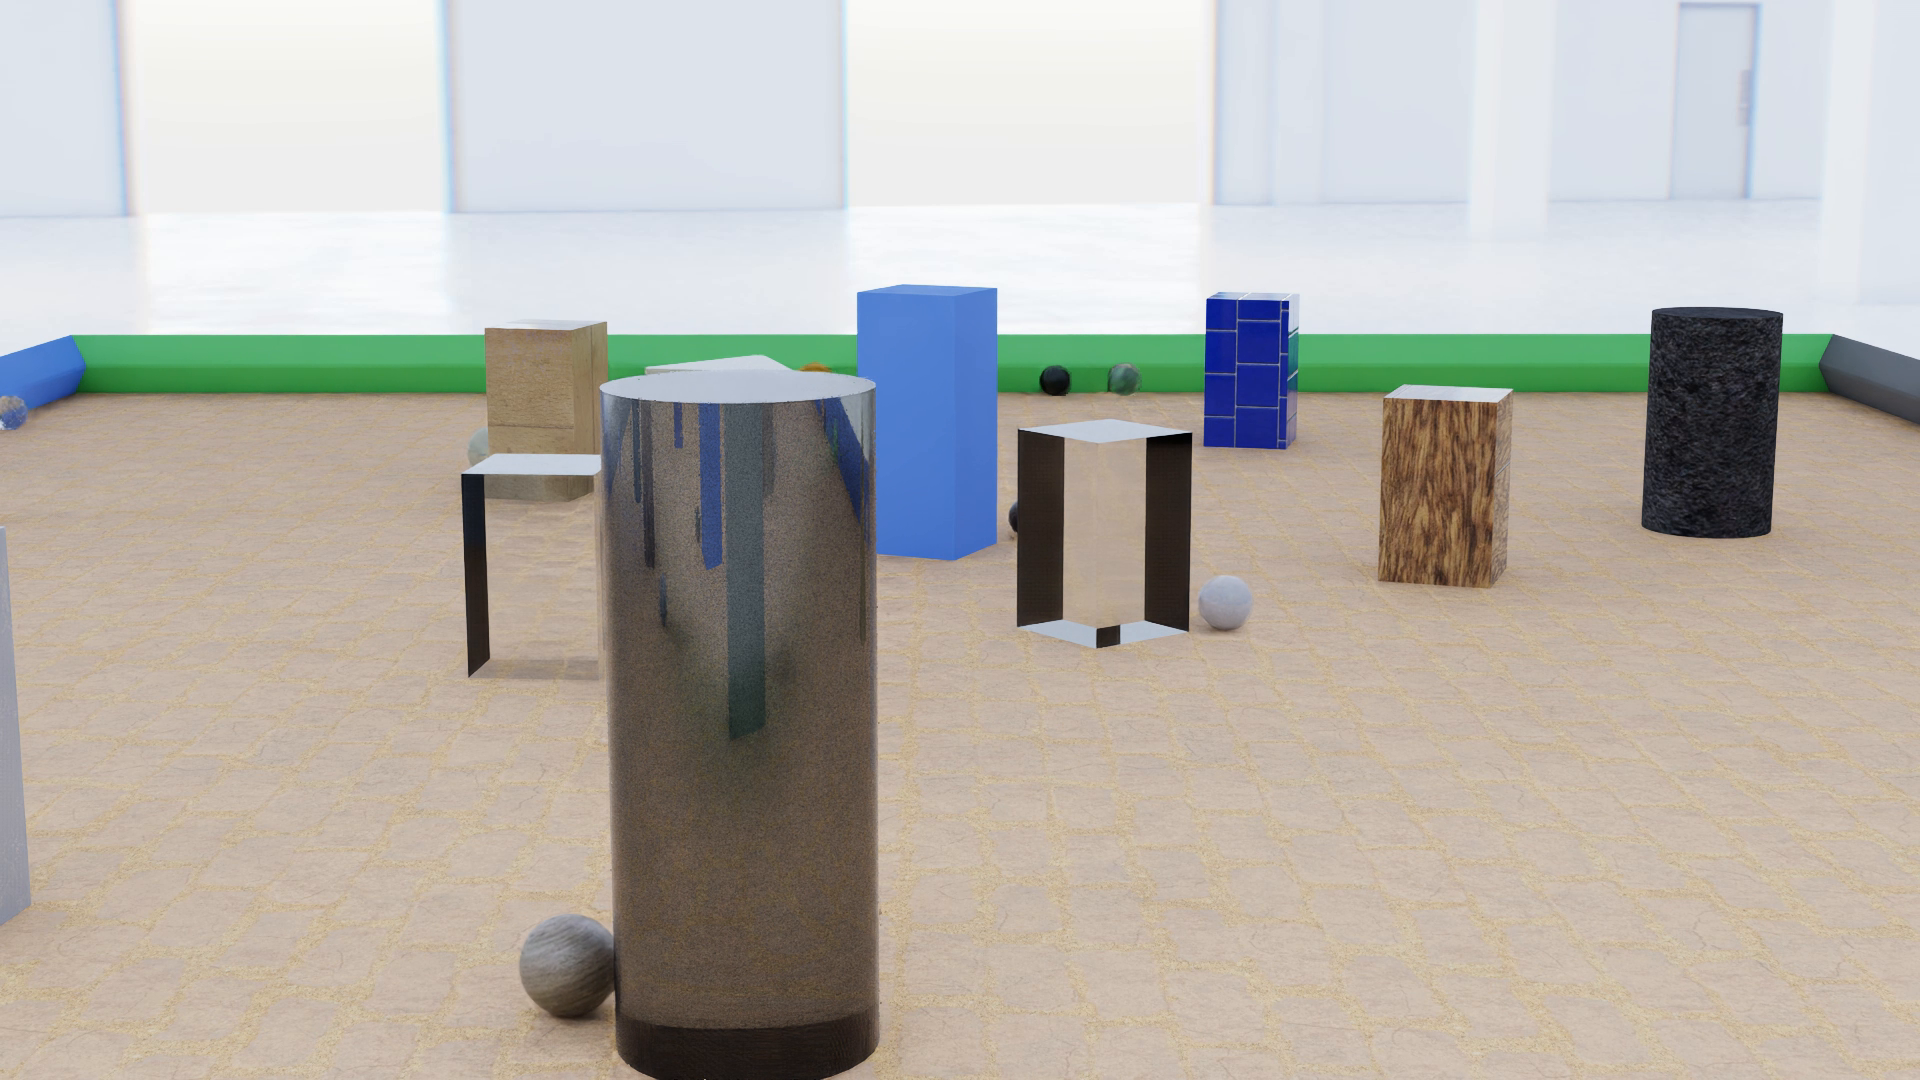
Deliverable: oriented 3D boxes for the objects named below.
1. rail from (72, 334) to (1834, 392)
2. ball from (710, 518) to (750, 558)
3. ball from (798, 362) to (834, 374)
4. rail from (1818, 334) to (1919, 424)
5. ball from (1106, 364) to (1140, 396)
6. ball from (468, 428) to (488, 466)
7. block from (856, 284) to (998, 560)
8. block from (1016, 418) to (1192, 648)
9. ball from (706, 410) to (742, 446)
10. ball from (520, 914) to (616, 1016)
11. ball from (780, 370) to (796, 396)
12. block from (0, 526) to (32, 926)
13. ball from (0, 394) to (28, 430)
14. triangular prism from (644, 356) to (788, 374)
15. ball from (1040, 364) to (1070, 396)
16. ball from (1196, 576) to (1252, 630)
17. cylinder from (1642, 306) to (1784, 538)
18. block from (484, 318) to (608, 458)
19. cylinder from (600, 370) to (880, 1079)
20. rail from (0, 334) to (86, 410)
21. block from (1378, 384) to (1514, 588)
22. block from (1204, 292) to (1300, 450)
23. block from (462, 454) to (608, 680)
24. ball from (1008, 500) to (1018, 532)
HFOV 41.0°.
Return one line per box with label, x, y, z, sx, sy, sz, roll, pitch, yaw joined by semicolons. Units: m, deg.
rail;-0.014;-0.395;5.764;3.970;0.129;0.045;0;10;0
ball;-0.343;-0.002;3.835;0.061;0.061;0.061;0;10;0
ball;-0.312;-0.332;5.515;0.099;0.099;0.099;0;10;0
rail;1.961;0.031;3.460;0.045;0.129;4.757;0;10;0
ball;0.364;-0.357;5.716;0.075;0.075;0.075;0;10;0
ball;-0.826;-0.154;4.561;0.097;0.097;0.097;0;10;0
block;-0.048;-0.182;3.892;0.159;0.394;0.159;5;11;24
block;0.187;-0.012;3.333;0.159;0.263;0.159;-8;13;-37
ball;-0.458;-0.218;4.975;0.071;0.071;0.071;0;10;0
ball;-0.302;0.330;1.991;0.078;0.078;0.078;0;10;0
ball;-0.375;-0.351;5.738;0.055;0.055;0.055;0;10;0
block;-0.905;0.167;2.156;0.159;0.338;0.159;1;11;6
ball;-1.922;-0.258;5.188;0.071;0.071;0.071;0;10;0
triangular prism;-0.250;-0.007;2.944;0.173;0.395;0.150;2;11;13
ball;0.212;-0.356;5.726;0.069;0.069;0.069;0;10;0
ball;0.345;0.081;3.355;0.071;0.071;0.071;0;10;0
cylinder;1.192;-0.189;4.068;0.199;0.344;0.199;0;10;0
block;-0.715;-0.233;4.463;0.159;0.286;0.159;3;11;14
cylinder;-0.160;0.133;1.900;0.199;0.498;0.199;0;10;0
rail;-1.961;0.035;3.438;0.045;0.129;4.757;0;10;0
block;0.700;-0.080;3.696;0.159;0.264;0.159;4;11;19
block;0.569;-0.332;5.001;0.159;0.286;0.159;3;11;14
block;-0.507;0.030;3.141;0.159;0.249;0.159;1;11;4
ball;0.105;-0.036;4.025;0.059;0.059;0.059;0;10;0
